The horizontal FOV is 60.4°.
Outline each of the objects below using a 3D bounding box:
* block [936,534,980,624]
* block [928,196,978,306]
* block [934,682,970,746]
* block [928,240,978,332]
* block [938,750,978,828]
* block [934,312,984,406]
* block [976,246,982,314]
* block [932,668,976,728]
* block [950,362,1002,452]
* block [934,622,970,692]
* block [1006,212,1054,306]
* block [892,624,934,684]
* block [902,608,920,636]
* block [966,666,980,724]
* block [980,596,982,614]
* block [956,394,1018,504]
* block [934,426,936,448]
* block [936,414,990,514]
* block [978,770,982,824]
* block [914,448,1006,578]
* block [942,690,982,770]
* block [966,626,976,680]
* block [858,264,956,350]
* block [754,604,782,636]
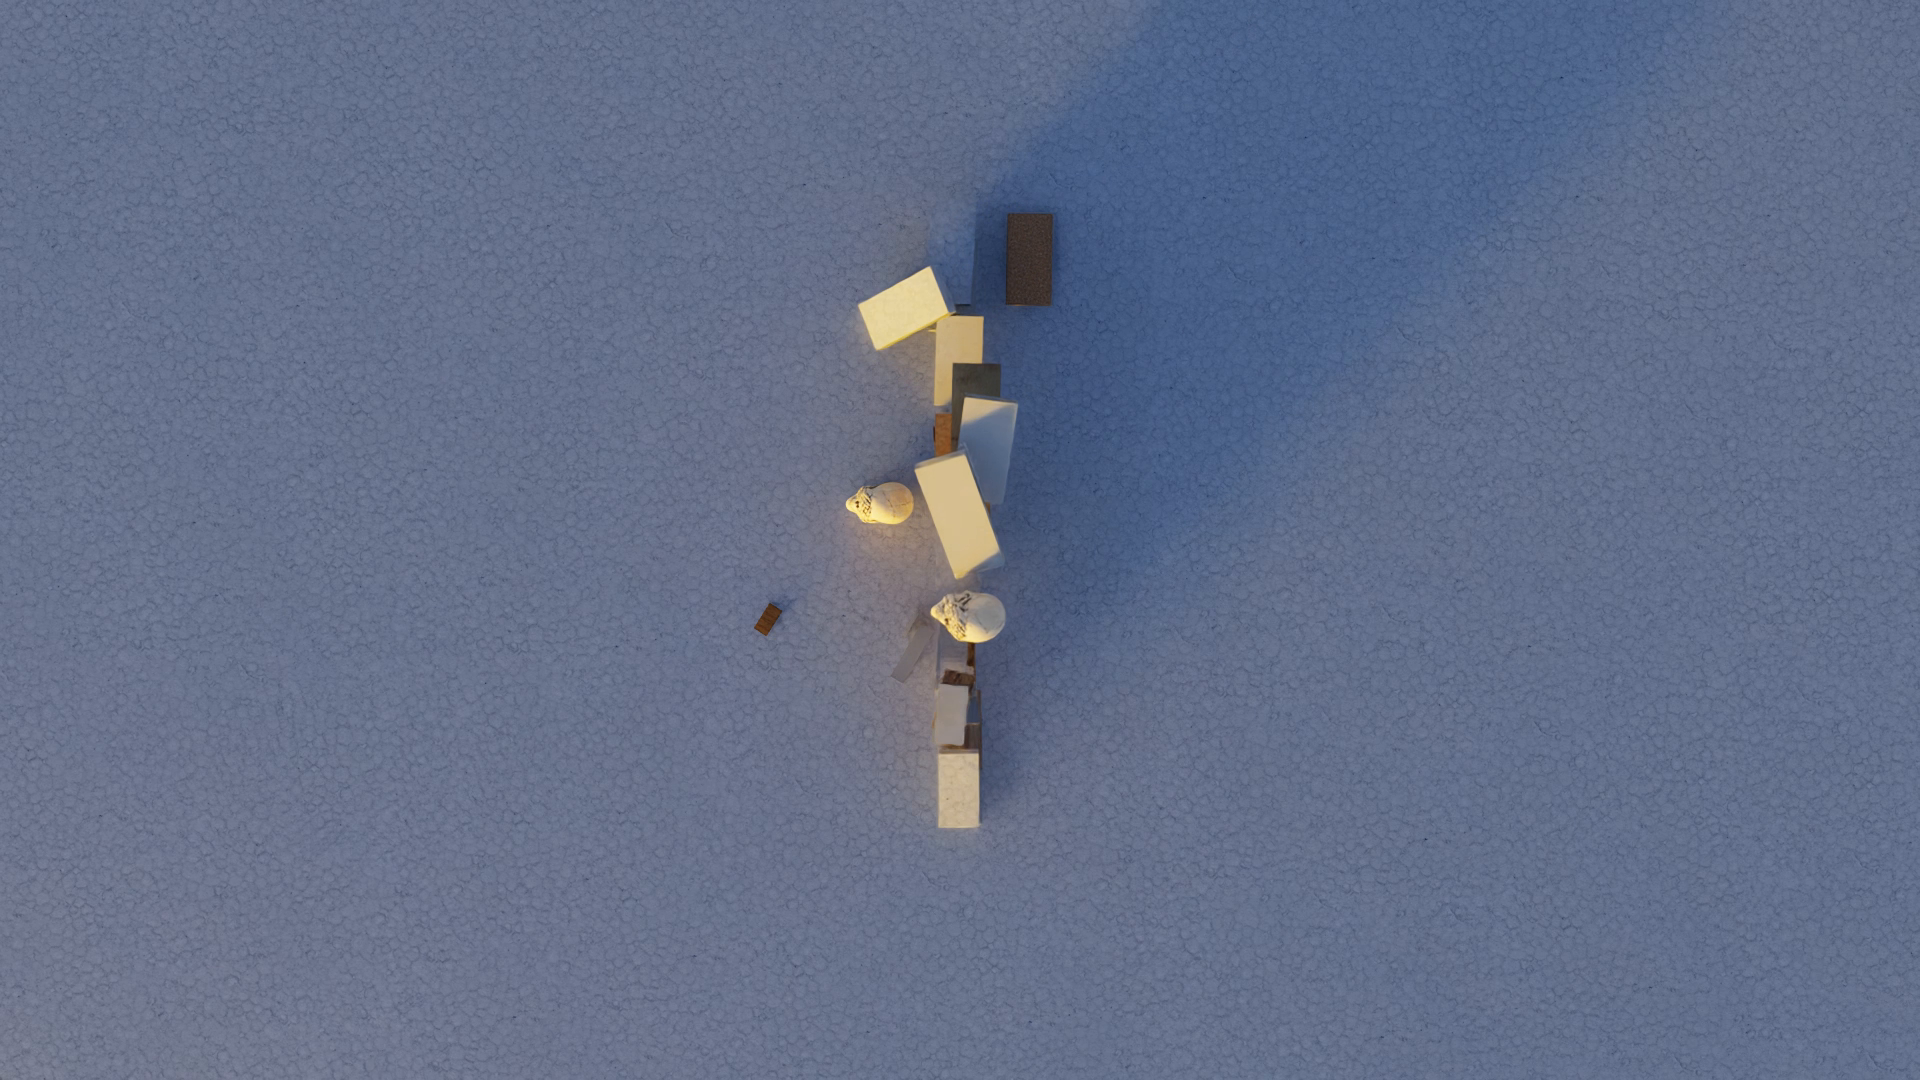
[{"bbox_3d":[-0.005,0.121,5.198,0.140,0.040,0.280,1,90,0],"label":"block"},{"bbox_3d":[-0.028,-0.943,5.393,0.149,0.042,0.341,4,90,0],"label":"block"},{"bbox_3d":[-0.028,0.559,5.311,0.098,0.028,0.196,6,99,2],"label":"block"},{"bbox_3d":[-0.021,-0.838,5.436,0.152,0.043,0.303,2,90,0],"label":"block"},{"bbox_3d":[-0.003,0.814,5.409,0.131,0.037,0.261,0,106,0],"label":"block"},{"bbox_3d":[-0.004,-0.594,5.426,0.152,0.043,0.303,2,111,0],"label":"block"},{"bbox_3d":[-0.004,-0.821,5.479,0.152,0.043,0.303,-1,90,0],"label":"block"},{"bbox_3d":[-0.021,0.521,5.333,0.098,0.028,0.196,14,99,1],"label":"block"},{"bbox_3d":[0.049,-0.394,5.090,0.149,0.042,0.299,1,90,0],"label":"block"},{"bbox_3d":[-0.024,0.366,5.413,0.098,0.028,0.279,2,65,3],"label":"block"},{"bbox_3d":[0.230,-0.932,5.479,0.149,0.042,0.299,1,90,0],"label":"block"},{"bbox_3d":[-0.159,0.378,5.493,0.049,0.014,0.203,30,90,0],"label":"block"},{"bbox_3d":[-0.161,0.273,5.475,0.014,0.049,0.098,30,90,0],"label":"block"},{"bbox_3d":[0.007,0.511,5.396,0.094,0.027,0.188,-7,77,-1],"label":"block"},{"bbox_3d":[-0.002,0.203,5.359,0.140,0.280,0.040,0,95,0],"label":"block"},{"bbox_3d":[0.074,-0.277,5.032,0.162,0.046,0.323,7,110,-2],"label":"block"},{"bbox_3d":[0.001,-0.331,5.330,0.170,0.340,0.048,-1,89,0],"label":"block"},{"bbox_3d":[0.009,-0.222,5.135,0.170,0.048,0.340,0,90,0],"label":"block"},{"bbox_3d":[0.008,0.812,5.482,0.131,0.037,0.261,-1,90,0],"label":"block"},{"bbox_3d":[0.002,-0.077,5.063,0.162,0.046,0.392,-16,115,9],"label":"block"},{"bbox_3d":[0.006,0.628,5.455,0.131,0.037,0.261,-1,78,0],"label":"block"},{"bbox_3d":[0.003,0.378,5.460,0.094,0.027,0.188,-1,73,0],"label":"block"},{"bbox_3d":[-0.174,-0.757,5.385,0.323,0.046,0.162,-22,90,37],"label":"block"},{"bbox_3d":[-0.639,0.265,5.493,0.049,0.014,0.098,32,90,0],"label":"block"}]
